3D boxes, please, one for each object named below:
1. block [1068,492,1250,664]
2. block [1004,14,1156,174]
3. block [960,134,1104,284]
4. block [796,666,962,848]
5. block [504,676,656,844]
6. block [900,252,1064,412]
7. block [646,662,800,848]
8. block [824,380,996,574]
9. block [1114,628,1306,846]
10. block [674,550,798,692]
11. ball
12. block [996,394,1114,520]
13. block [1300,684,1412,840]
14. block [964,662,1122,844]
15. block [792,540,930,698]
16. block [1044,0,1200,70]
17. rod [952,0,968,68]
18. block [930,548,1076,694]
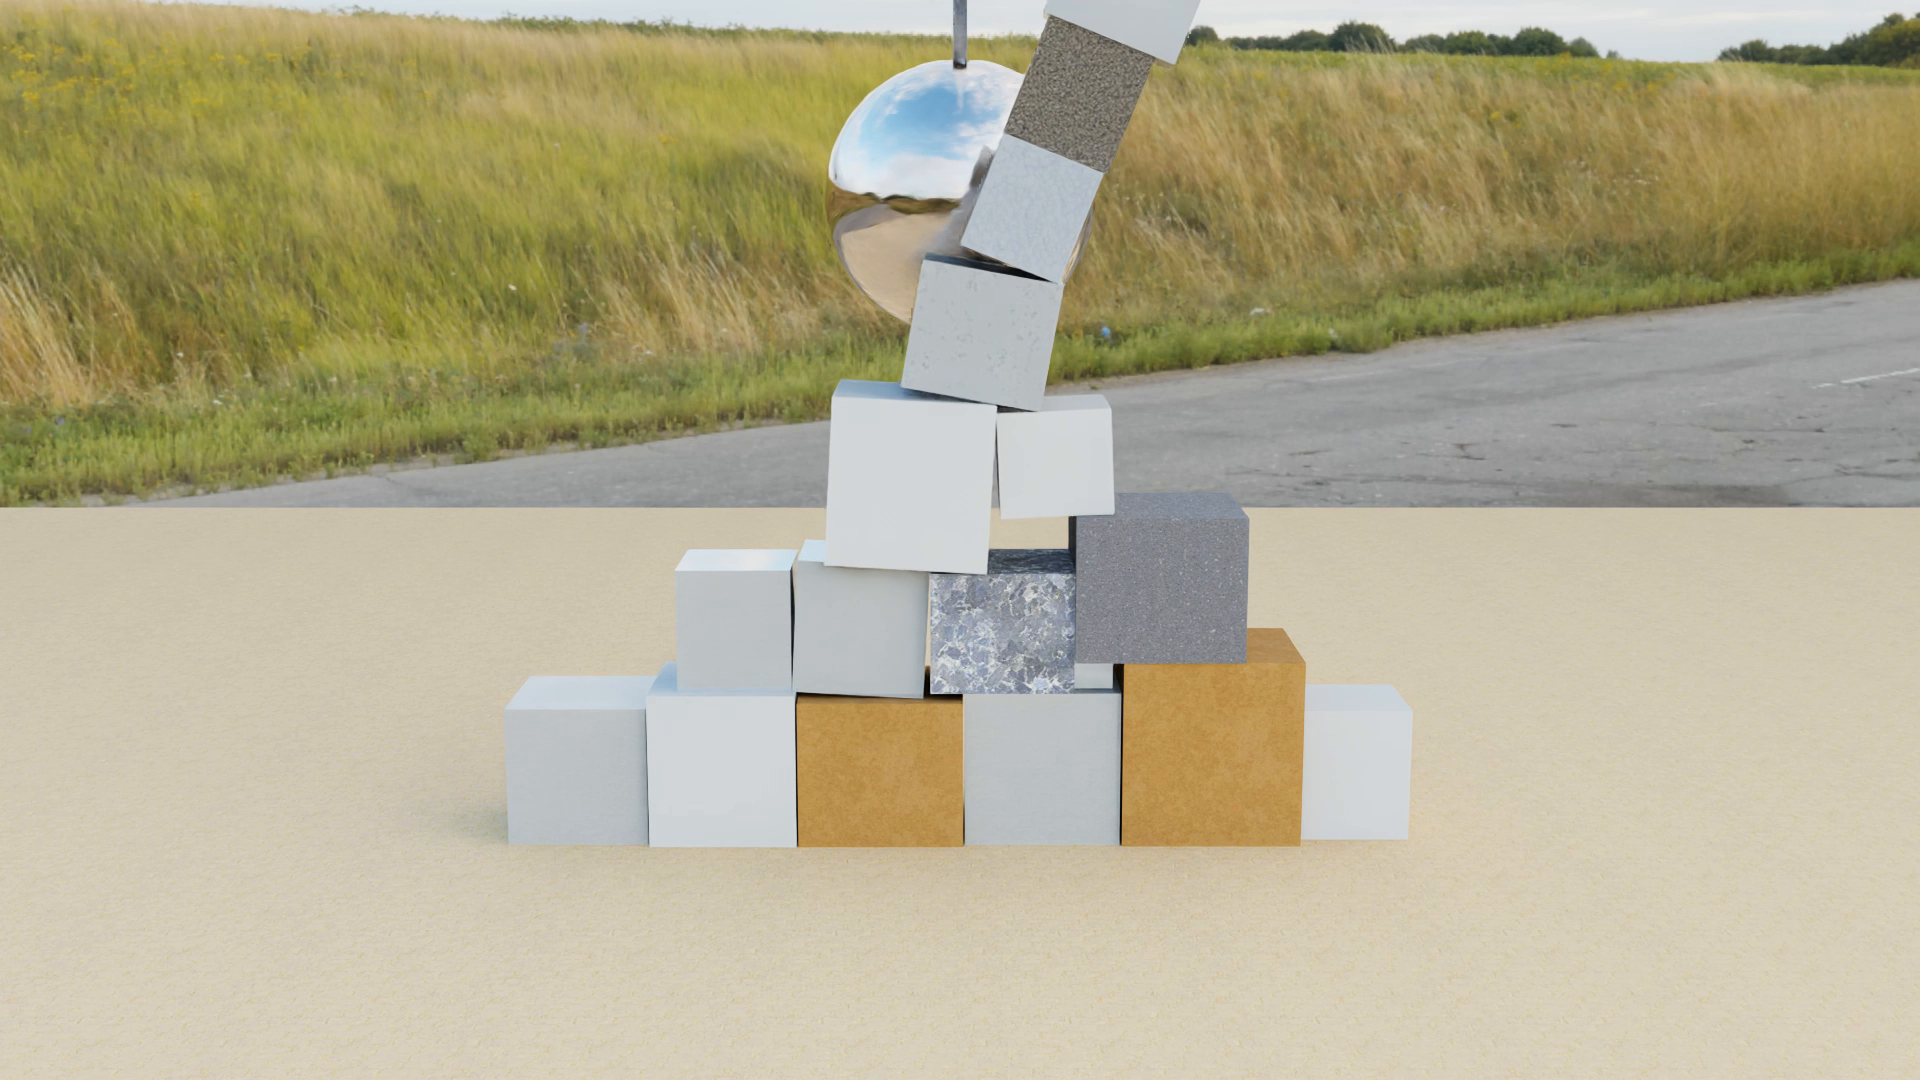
[{"bbox_3d":[0.994,0.182,11.224,0.847,0.727,0.809,0,10,0],"label":"block"},{"bbox_3d":[0.578,-2.172,10.764,0.543,0.594,0.535,22,10,-1],"label":"block"},{"bbox_3d":[0.348,-1.642,10.839,0.516,0.569,0.588,22,10,-3],"label":"block"},{"bbox_3d":[-0.399,1.108,11.394,0.827,0.744,0.809,0,10,0],"label":"block"},{"bbox_3d":[-1.925,1.130,11.386,0.706,0.704,0.696,0,10,0],"label":"block"},{"bbox_3d":[0.111,-1.051,11.004,0.694,0.628,0.679,10,11,-1],"label":"block"},{"bbox_3d":[-1.192,1.094,11.368,0.739,0.780,0.756,0,10,0],"label":"block"},{"bbox_3d":[-0.244,-0.333,11.120,0.801,0.835,0.777,3,10,-1],"label":"block"},{"bbox_3d":[1.265,1.006,11.379,0.901,0.950,0.795,0,10,0],"label":"block"},{"bbox_3d":[-1.131,0.405,11.248,0.573,0.619,0.572,0,10,0],"label":"block"},{"bbox_3d":[0.000,-2.010,12.923,1.600,1.600,1.600,0,10,0],"label":"ball"},{"bbox_3d":[0.470,-0.428,11.103,0.563,0.525,0.609,-3,11,0],"label":"block"},{"bbox_3d":[2.002,1.143,11.396,0.552,0.673,0.552,0,10,0],"label":"block"},{"bbox_3d":[0.415,1.089,11.380,0.780,0.785,0.711,0,10,0],"label":"block"},{"bbox_3d":[-0.495,0.396,11.248,0.659,0.672,0.577,3,10,0],"label":"block"},{"bbox_3d":[0.826,-2.700,10.679,0.674,0.582,0.591,22,10,-2],"label":"block"},{"bbox_3d":[0.000,-4.939,11.196,0.080,5.200,0.080,0,31,0],"label":"rod"},{"bbox_3d":[0.212,0.406,11.241,0.718,0.610,0.685,0,10,0],"label":"block"}]
